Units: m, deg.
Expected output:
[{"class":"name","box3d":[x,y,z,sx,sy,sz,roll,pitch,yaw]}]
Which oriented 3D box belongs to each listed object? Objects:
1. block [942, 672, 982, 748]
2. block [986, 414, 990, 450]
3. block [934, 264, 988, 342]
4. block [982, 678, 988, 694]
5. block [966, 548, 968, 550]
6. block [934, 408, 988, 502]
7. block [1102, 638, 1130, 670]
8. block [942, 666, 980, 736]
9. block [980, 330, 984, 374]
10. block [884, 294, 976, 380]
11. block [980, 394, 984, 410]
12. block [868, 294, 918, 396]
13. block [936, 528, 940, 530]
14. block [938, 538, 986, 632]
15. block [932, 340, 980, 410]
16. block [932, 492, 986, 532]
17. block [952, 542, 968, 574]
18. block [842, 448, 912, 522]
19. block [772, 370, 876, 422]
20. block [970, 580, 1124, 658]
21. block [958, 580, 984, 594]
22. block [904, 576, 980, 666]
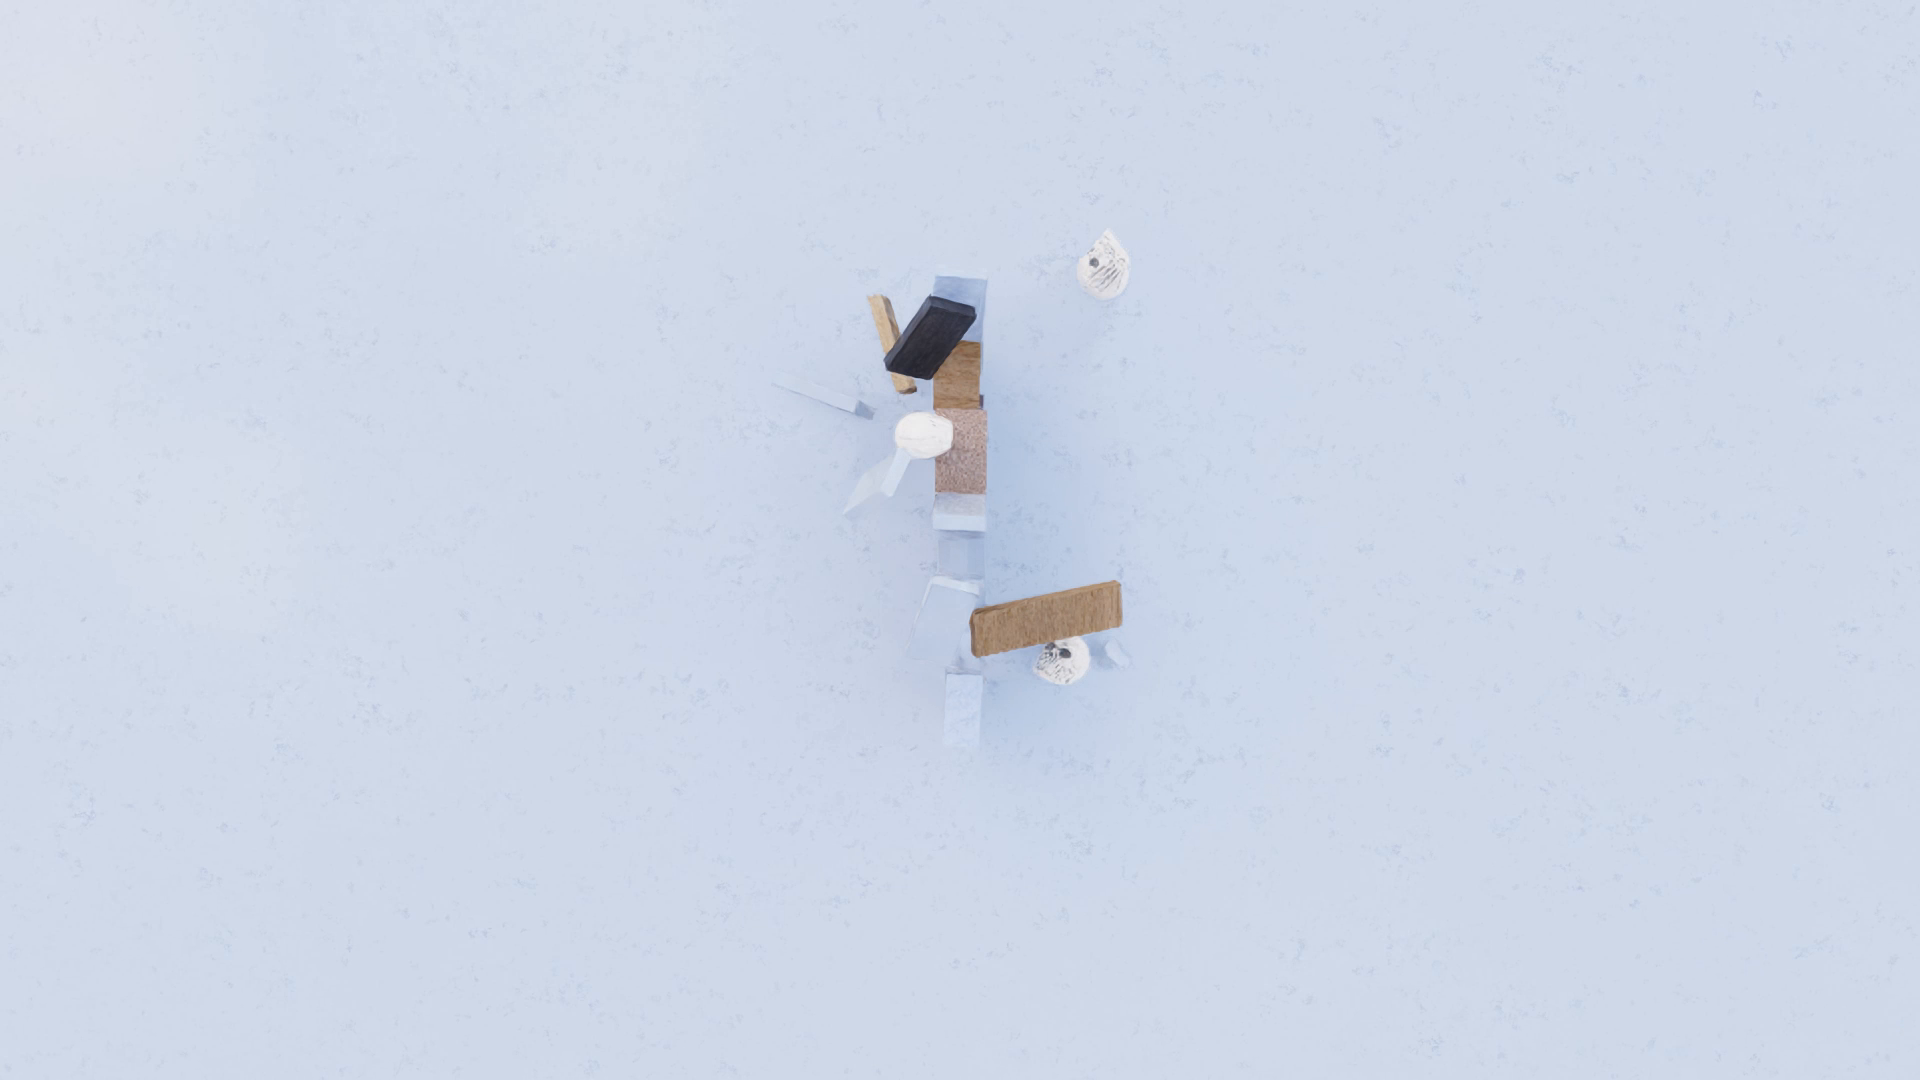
[{"class":"block","box3d":[0.008,0.517,5.012,0.109,0.031,0.219,3,90,0]},{"class":"block","box3d":[0.009,-0.324,5.342,0.161,0.322,0.046,3,68,0]},{"class":"block","box3d":[-0.002,-0.719,5.019,0.156,0.311,0.044,5,60,0]},{"class":"block","box3d":[0.034,0.484,5.389,0.111,0.221,0.031,-11,89,0]},{"class":"block","box3d":[-0.002,0.021,5.120,0.047,0.095,0.013,-1,91,0]},{"class":"block","box3d":[0.002,-0.246,5.157,0.161,0.046,0.322,1,88,0]},{"class":"block","box3d":[0.519,0.378,5.465,0.101,0.014,0.050,48,52,-8]},{"class":"block","box3d":[0.005,0.519,5.262,0.111,0.031,0.221,3,90,0]},{"class":"block","box3d":[0.002,-0.610,5.353,0.146,0.293,0.041,2,75,0]},{"class":"block","box3d":[-0.093,-0.614,5.037,0.156,0.311,0.044,11,52,-27]},{"class":"block","box3d":[0.002,-0.410,5.353,0.146,0.293,0.041,1,78,0]},{"class":"block","box3d":[-0.214,-0.620,5.245,0.044,0.156,0.311,-17,89,8]},{"class":"block","box3d":[-0.001,-0.098,5.338,0.161,0.322,0.046,0,75,0]},{"class":"block","box3d":[0.008,0.142,5.189,0.144,0.041,0.289,-2,90,0]},{"class":"block","box3d":[-0.009,-0.554,5.185,0.146,0.041,0.292,1,90,0]},{"class":"block","box3d":[0.000,-0.087,4.976,0.154,0.308,0.044,3,104,0]},{"class":"block","box3d":[-0.002,0.054,5.067,0.047,0.013,0.095,-1,91,0]},{"class":"block","box3d":[-0.255,-0.167,5.047,0.044,0.308,0.154,32,65,-15]},{"class":"block","box3d":[-0.440,-0.468,5.350,0.308,0.154,0.044,22,92,21]},{"class":"block","box3d":[0.276,0.248,5.210,0.505,0.041,0.145,-11,111,-18]},{"class":"block","box3d":[-0.001,0.147,5.022,0.145,0.291,0.041,-1,88,0]},{"class":"block","box3d":[-0.056,0.241,4.910,0.145,0.041,0.291,13,126,-11]}]
